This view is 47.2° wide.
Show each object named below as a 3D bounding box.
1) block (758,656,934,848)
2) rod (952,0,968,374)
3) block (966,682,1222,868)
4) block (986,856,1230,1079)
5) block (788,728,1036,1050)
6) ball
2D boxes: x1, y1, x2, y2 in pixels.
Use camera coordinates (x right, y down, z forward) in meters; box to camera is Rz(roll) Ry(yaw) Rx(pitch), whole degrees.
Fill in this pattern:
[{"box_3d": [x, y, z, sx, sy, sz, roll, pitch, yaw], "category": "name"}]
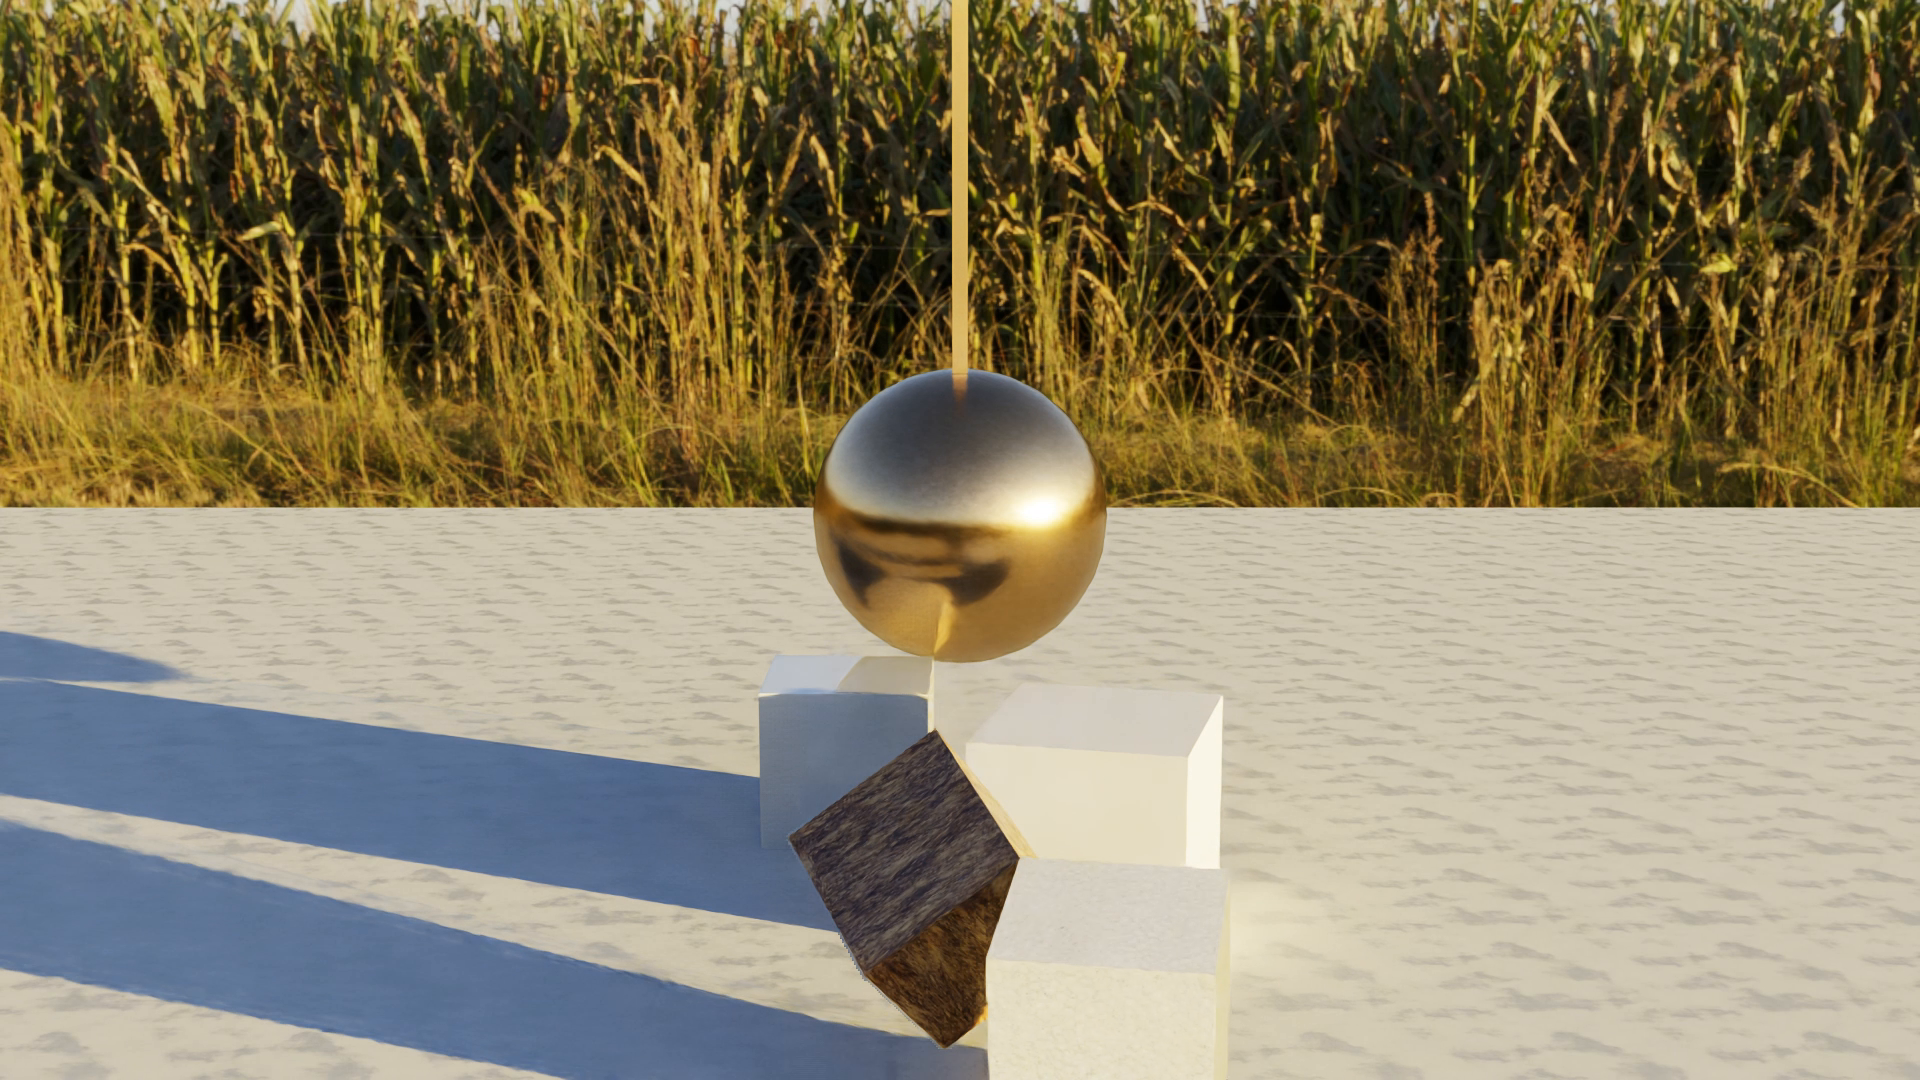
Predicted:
[{"box_3d": [-0.570, 1.083, 11.371, 0.842, 0.800, 0.827, 0, 10, 1], "category": "block"}, {"box_3d": [0.000, -3.371, 10.908, 0.080, 5.200, 0.080, 0, 18, 0], "category": "rod"}, {"box_3d": [0.627, 1.265, 9.938, 0.957, 0.955, 1.095, 3, 11, 14], "category": "block"}, {"box_3d": [0.543, 1.677, 7.787, 0.768, 0.806, 0.736, 2, 20, 10], "category": "block"}, {"box_3d": [-0.078, 1.365, 8.596, 0.716, 0.713, 0.745, -36, 47, 0], "category": "block"}, {"box_3d": [0.000, -0.132, 11.942, 1.600, 1.600, 1.600, 0, 10, 0], "category": "ball"}]
